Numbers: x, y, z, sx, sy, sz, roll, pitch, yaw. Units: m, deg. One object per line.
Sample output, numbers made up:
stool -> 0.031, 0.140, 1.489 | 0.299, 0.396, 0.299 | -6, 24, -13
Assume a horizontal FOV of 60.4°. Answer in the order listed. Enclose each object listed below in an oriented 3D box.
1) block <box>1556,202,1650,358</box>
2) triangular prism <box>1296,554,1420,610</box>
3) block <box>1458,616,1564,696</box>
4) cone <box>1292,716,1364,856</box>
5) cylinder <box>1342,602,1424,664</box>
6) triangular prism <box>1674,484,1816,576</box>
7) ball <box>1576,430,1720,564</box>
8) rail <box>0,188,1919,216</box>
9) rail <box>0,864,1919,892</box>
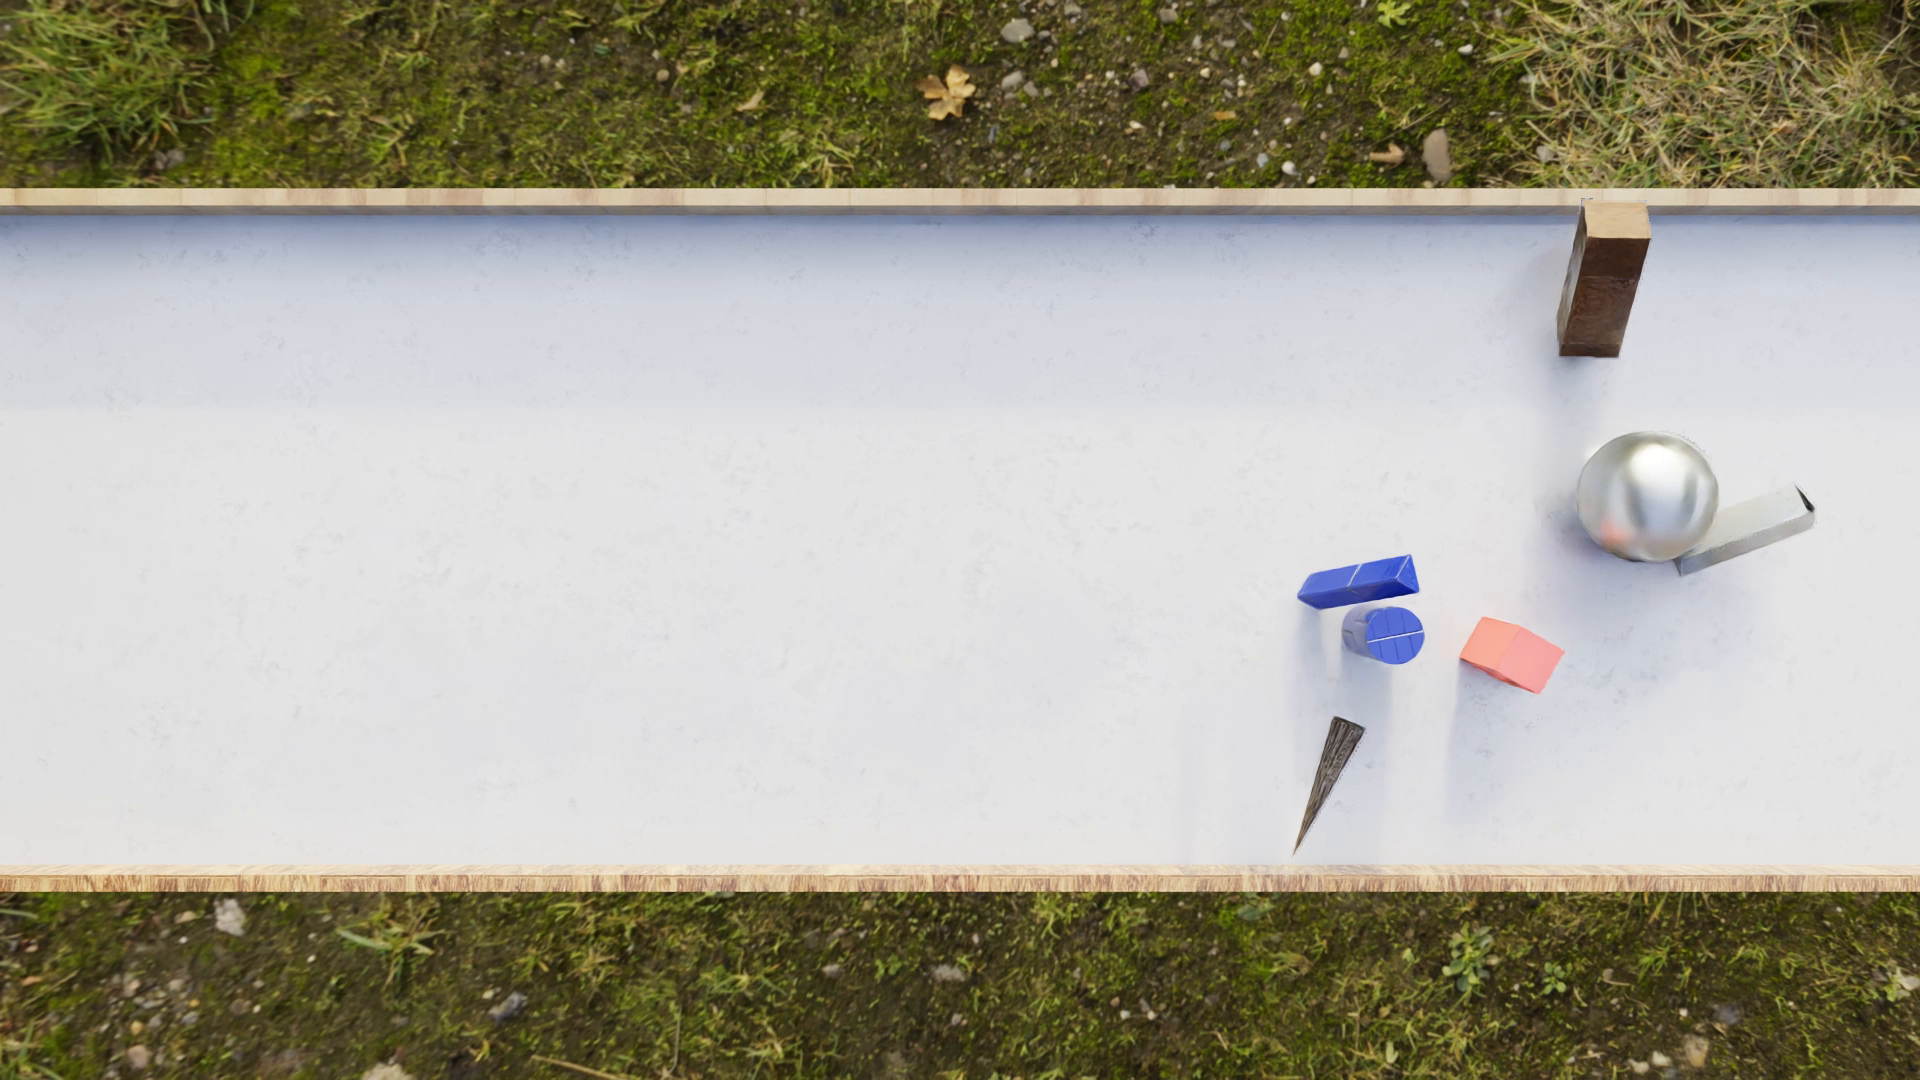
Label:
block -> 1.879, -0.759, 4.835 | 0.167, 0.443, 0.167 | 4, 49, 10
triangular prism -> 1.188, 0.118, 4.926 | 0.114, 0.359, 0.099 | 25, 64, -36
block -> 1.630, 0.339, 4.891 | 0.146, 0.366, 0.146 | 30, 92, 0
cone -> 1.103, 0.770, 5.051 | 0.103, 0.103, 0.459 | 21, 96, 0
cylinder -> 1.258, 0.277, 4.922 | 0.169, 0.310, 0.169 | 0, 90, 0
triangular prism -> 2.355, -0.023, 4.966 | 0.399, 0.127, 0.147 | -23, 91, 13
ball -> 2.031, -0.127, 4.880 | 0.393, 0.393, 0.393 | 0, 90, 0
rail -> -2.247, -1.025, 5.002 | 12.000, 0.150, 0.050 | 0, 90, 0
rail -> -2.247, 1.025, 5.001 | 12.000, 0.150, 0.050 | 0, 90, 0
